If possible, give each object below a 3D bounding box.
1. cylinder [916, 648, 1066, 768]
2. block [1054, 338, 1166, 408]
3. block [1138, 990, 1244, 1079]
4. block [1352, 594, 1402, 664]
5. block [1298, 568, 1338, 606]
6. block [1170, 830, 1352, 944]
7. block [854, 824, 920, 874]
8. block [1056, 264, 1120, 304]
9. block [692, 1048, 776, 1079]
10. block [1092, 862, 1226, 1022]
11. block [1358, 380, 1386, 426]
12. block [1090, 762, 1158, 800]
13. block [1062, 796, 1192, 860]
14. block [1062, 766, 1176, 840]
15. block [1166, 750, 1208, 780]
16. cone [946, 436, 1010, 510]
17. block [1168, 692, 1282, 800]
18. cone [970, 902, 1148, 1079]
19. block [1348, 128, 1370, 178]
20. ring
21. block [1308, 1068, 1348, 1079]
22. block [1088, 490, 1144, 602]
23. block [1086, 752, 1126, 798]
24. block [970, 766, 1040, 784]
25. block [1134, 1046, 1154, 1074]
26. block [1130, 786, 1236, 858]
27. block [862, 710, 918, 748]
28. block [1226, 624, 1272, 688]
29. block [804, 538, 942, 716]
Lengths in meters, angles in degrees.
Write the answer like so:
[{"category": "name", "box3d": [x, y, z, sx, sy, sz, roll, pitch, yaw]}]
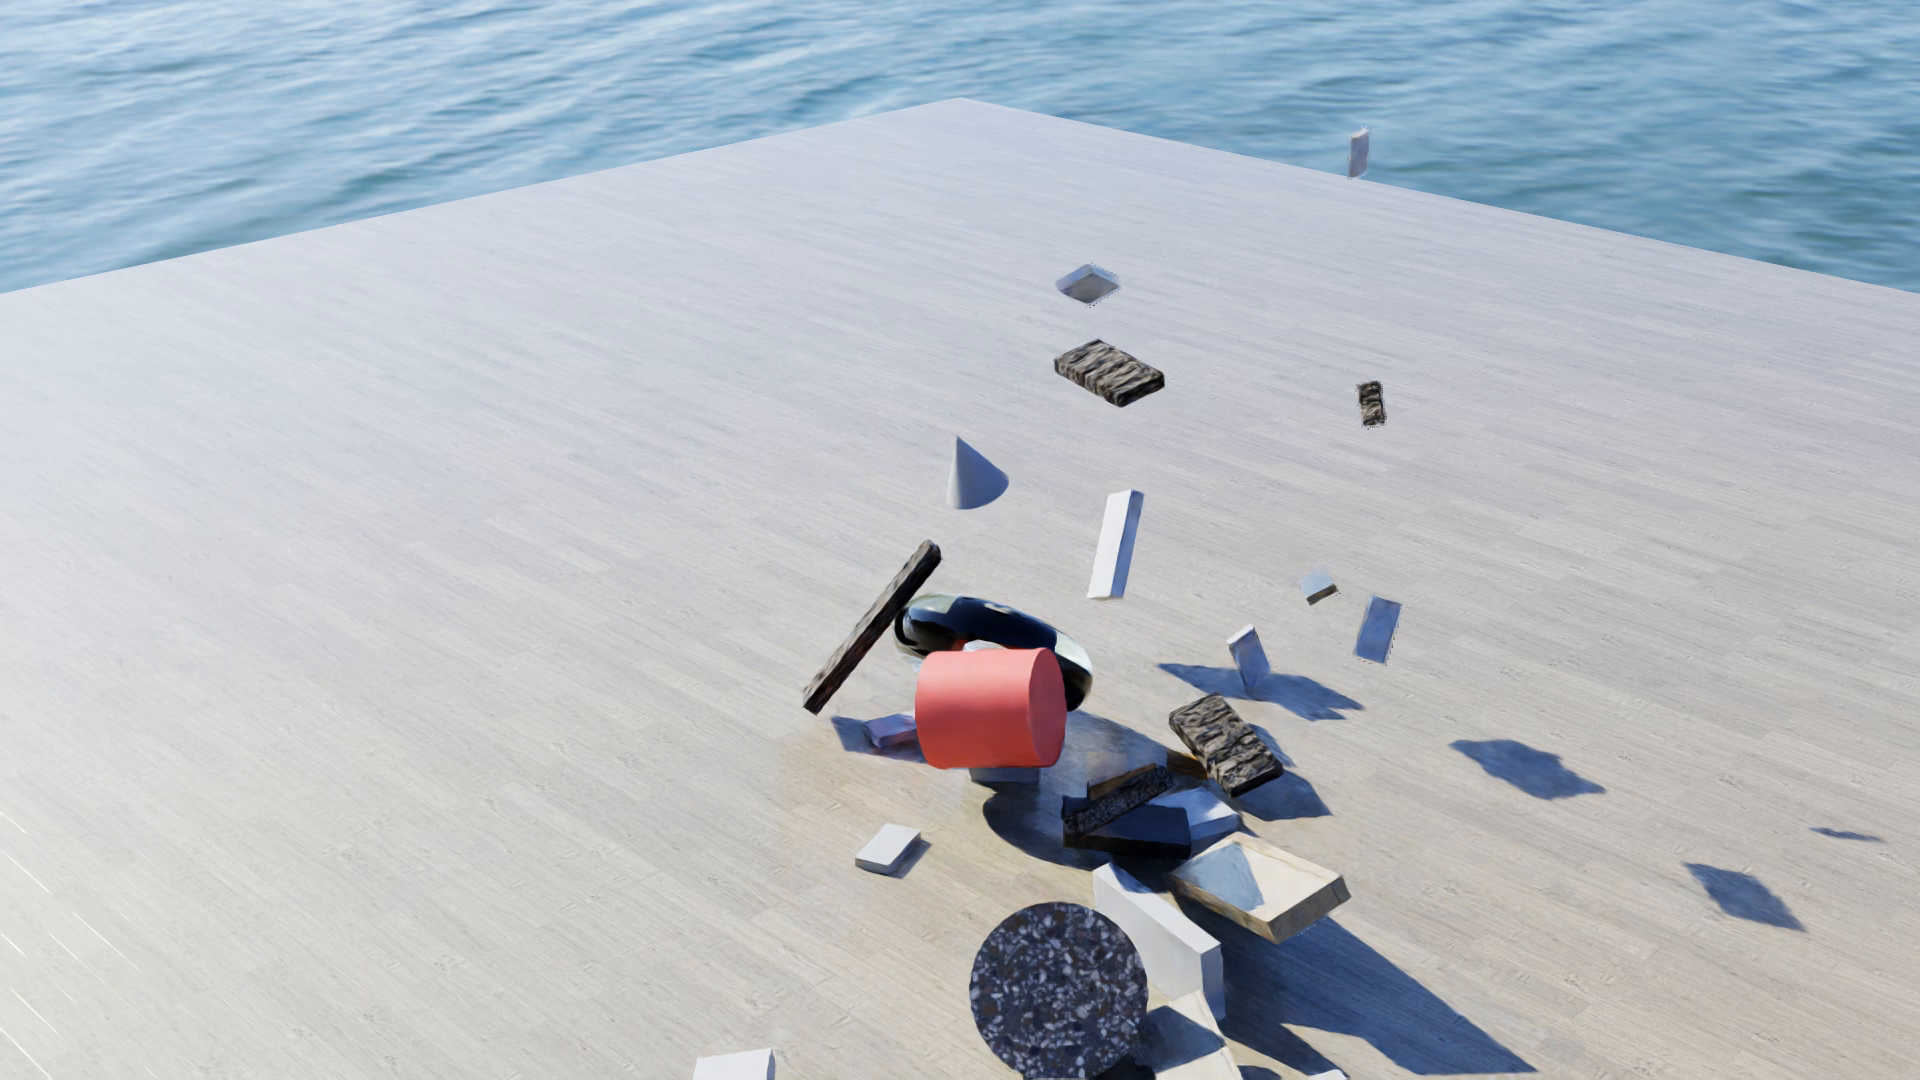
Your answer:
[{"category": "cylinder", "box3d": [0.065, 0.341, 4.447, 0.238, 0.238, 0.238, -3, 21, 21]}, {"category": "block", "box3d": [0.335, -0.377, 4.952, 0.125, 0.035, 0.250, -26, 35, -23]}, {"category": "block", "box3d": [0.379, 0.853, 3.599, 0.126, 0.036, 0.252, -24, 30, 0]}, {"category": "block", "box3d": [0.909, 0.195, 4.792, 0.068, 0.137, 0.019, 17, 0, -11]}, {"category": "block", "box3d": [0.779, 0.100, 4.794, 0.068, 0.019, 0.137, -28, 12, 7]}, {"category": "block", "box3d": [0.537, 0.624, 3.983, 0.157, 0.044, 0.443, -29, 10, -13]}, {"category": "block", "box3d": [-0.141, 0.604, 4.311, 0.072, 0.021, 0.145, 10, 25, 22]}, {"category": "block", "box3d": [0.269, -0.539, 4.631, 0.082, 0.023, 0.164, -28, -15, 20]}, {"category": "block", "box3d": [-0.374, 0.914, 3.530, 0.126, 0.036, 0.252, -9, 22, 6]}, {"category": "block", "box3d": [0.349, 0.710, 3.881, 0.044, 0.157, 0.314, -21, 30, -26]}, {"category": "block", "box3d": [0.881, -0.291, 4.711, 0.045, 0.090, 0.013, -13, -14, 29]}, {"category": "block", "box3d": [0.335, 0.501, 4.439, 0.145, 0.021, 0.072, -22, 27, 7]}, {"category": "block", "box3d": [0.323, 0.560, 4.281, 0.244, 0.035, 0.122, 6, 28, -3]}, {"category": "block", "box3d": [0.298, 0.483, 4.067, 0.157, 0.044, 0.314, -32, -9, 11]}, {"category": "block", "box3d": [0.475, 0.470, 4.594, 0.090, 0.045, 0.013, 12, 32, 26]}, {"category": "cone", "box3d": [0.016, -0.174, 4.937, 0.151, 0.151, 0.151, -16, 32, 10]}, {"category": "block", "box3d": [0.549, 0.424, 4.562, 0.122, 0.035, 0.244, -22, 44, -17]}, {"category": "cone", "box3d": [0.181, 0.760, 3.798, 0.297, 0.297, 0.297, 3, -3, 7]}, {"category": "block", "box3d": [0.810, -0.785, 4.460, 0.013, 0.090, 0.045, 28, 48, 35]}, {"category": "ring", "box3d": [0.071, 0.247, 4.728, 0.448, 0.149, 0.448, 18, -15, 5]}, {"category": "block", "box3d": [0.625, 0.910, 3.597, 0.056, 0.016, 0.112, -10, 25, -22]}, {"category": "block", "box3d": [0.361, 0.014, 5.100, 0.035, 0.250, 0.125, 15, -10, -19]}, {"category": "block", "box3d": [0.306, 0.491, 4.573, 0.082, 0.023, 0.164, 1, 23, 2]}, {"category": "block", "box3d": [0.093, 0.466, 4.560, 0.145, 0.072, 0.021, 1, 29, 7]}, {"category": "block", "box3d": [0.352, 0.865, 3.660, 0.113, 0.016, 0.056, 3, 39, 29]}, {"category": "block", "box3d": [0.416, 0.563, 4.391, 0.244, 0.035, 0.122, -12, 26, -26]}, {"category": "block", "box3d": [-0.120, 0.405, 4.776, 0.164, 0.023, 0.082, -11, 25, -24]}, {"category": "block", "box3d": [0.649, 0.261, 4.941, 0.068, 0.137, 0.019, -36, 35, -14]}, {"category": "block", "box3d": [-0.192, 0.187, 4.770, 0.035, 0.437, 0.125, 38, 7, -10]}]
